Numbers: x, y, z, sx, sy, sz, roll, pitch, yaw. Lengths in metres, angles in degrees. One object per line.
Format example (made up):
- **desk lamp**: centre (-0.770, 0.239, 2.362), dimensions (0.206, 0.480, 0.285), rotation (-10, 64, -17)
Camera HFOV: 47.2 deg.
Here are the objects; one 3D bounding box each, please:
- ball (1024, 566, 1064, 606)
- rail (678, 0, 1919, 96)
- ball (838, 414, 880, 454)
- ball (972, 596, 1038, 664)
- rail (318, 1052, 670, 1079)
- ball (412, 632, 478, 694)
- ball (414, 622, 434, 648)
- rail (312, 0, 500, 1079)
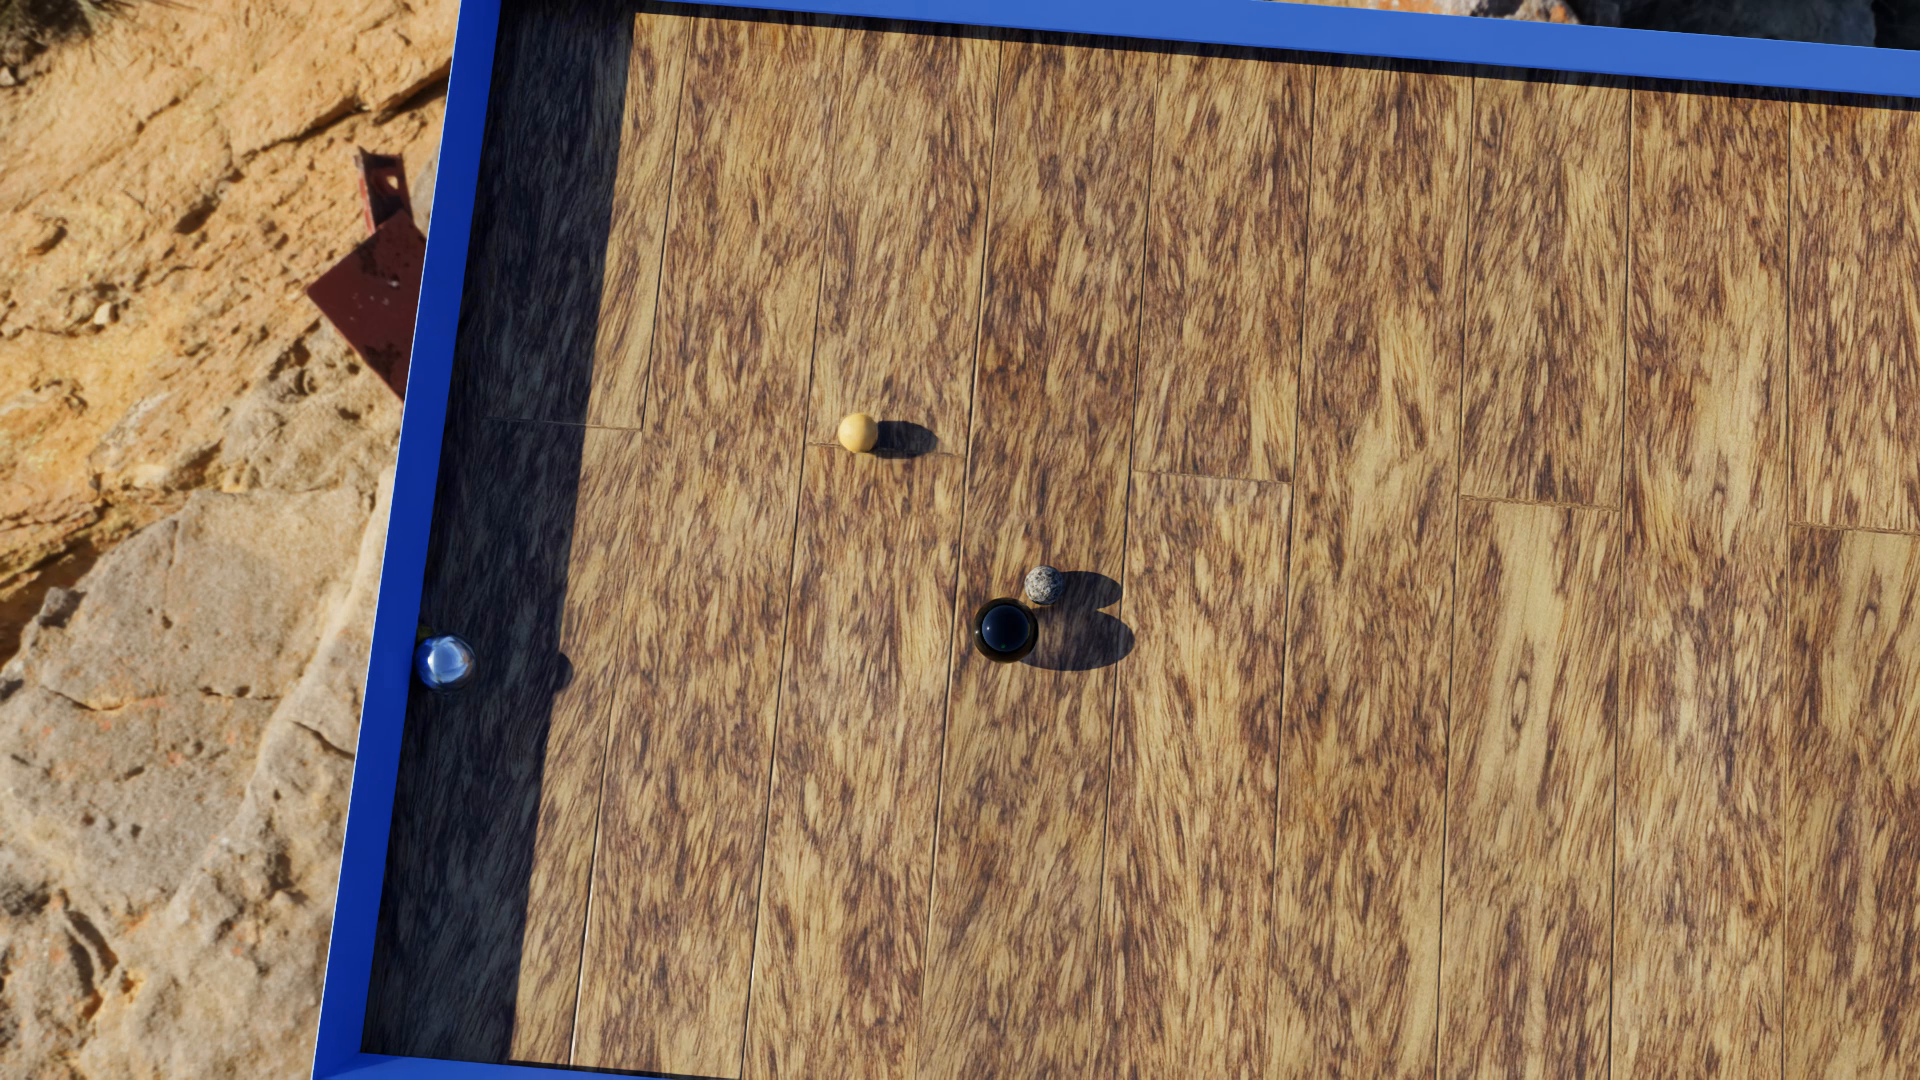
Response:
- **ball**: centre (0.126, 0.068, 3.293), dimensions (0.061, 0.061, 0.061), rotation (0, 78, 0)
- **rail**: centre (0.900, -0.758, 3.428), dimensions (3.334, 0.129, 0.045), rotation (5, 78, 1)
- **ball**: centre (-0.153, -0.162, 3.340), dimensions (0.061, 0.061, 0.061), rotation (0, 78, 0)
- **ball**: centre (0.067, 0.134, 3.259), dimensions (0.099, 0.099, 0.099), rotation (0, 78, 0)
- **rail**: centre (0.762, 0.880, 3.089), dimensions (3.334, 0.129, 0.045), rotation (5, 78, 1)
- **ball**: centre (-0.762, 0.182, 3.253), dimensions (0.093, 0.093, 0.093), rotation (0, 78, 0)
- **ball**: centre (-0.807, 0.144, 3.288), dimensions (0.040, 0.040, 0.040), rotation (0, 78, 0)
- **rail**: centre (-0.807, -0.072, 3.286), dimensions (0.045, 0.129, 1.726), rotation (5, 78, 1)
